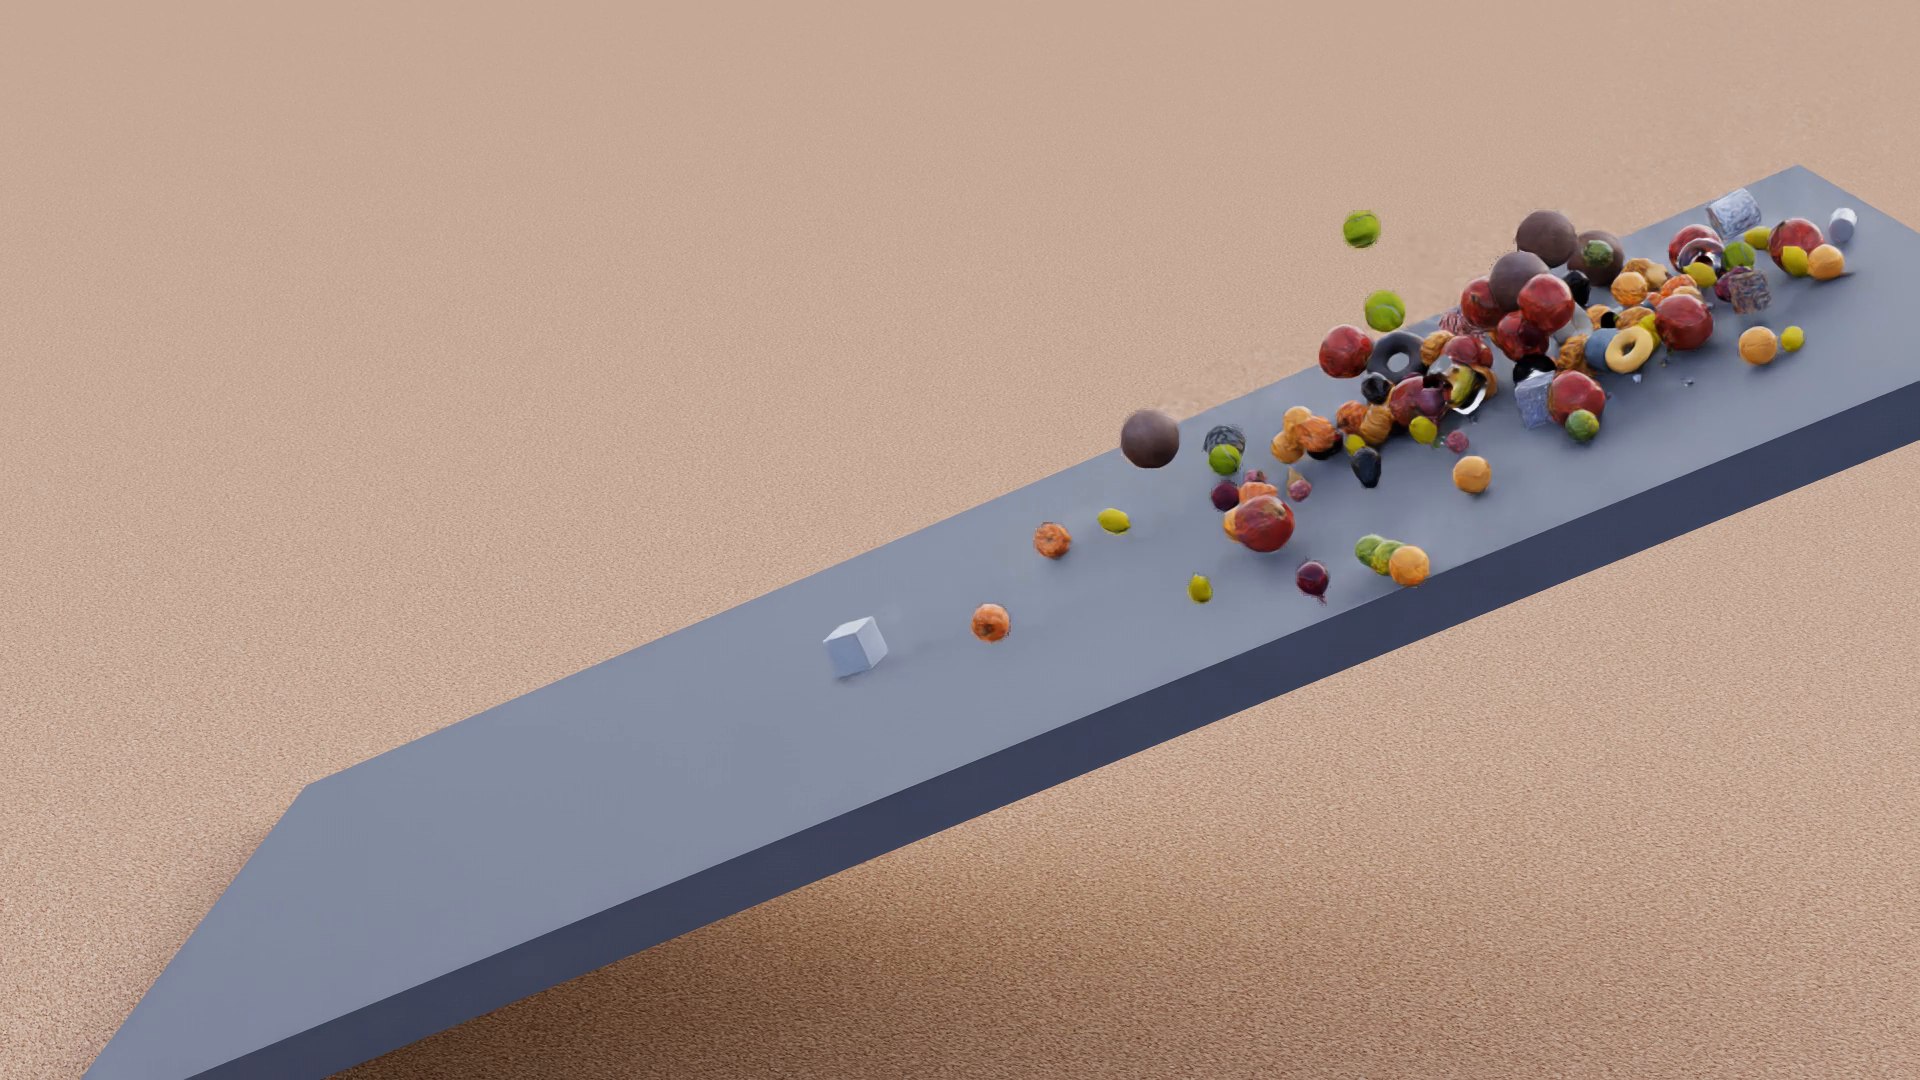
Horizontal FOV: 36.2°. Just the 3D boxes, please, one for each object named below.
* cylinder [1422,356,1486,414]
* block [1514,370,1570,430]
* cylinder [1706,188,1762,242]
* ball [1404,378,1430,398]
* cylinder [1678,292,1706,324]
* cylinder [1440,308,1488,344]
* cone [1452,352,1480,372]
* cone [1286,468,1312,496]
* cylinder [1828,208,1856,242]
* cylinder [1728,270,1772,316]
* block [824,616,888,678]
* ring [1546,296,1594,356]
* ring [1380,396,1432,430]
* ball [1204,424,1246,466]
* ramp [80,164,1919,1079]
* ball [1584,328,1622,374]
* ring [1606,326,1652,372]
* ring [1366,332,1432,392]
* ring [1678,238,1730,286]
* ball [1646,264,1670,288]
[{"bbox_3d":[1.021,-0.321,6.068,0.093,0.093,0.093,25,5,-24],"label":"cylinder"},{"bbox_3d":[1.150,-0.277,5.817,0.078,0.078,0.078,-19,14,23],"label":"block"},{"bbox_3d":[1.596,-0.671,6.066,0.082,0.082,0.082,-29,16,2],"label":"cylinder"},{"bbox_3d":[0.985,-0.321,6.330,0.059,0.059,0.059,0,15,0],"label":"ball"},{"bbox_3d":[1.492,-0.472,5.990,0.055,0.055,0.055,4,-4,16],"label":"cylinder"},{"bbox_3d":[1.144,-0.484,6.678,0.077,0.077,0.077,-9,3,-30],"label":"cylinder"},{"bbox_3d":[1.097,-0.358,6.341,0.083,0.083,0.083,10,2,33],"label":"cone"},{"bbox_3d":[0.694,-0.130,6.111,0.056,0.056,0.056,-23,13,5],"label":"cone"},{"bbox_3d":[1.839,-0.657,6.126,0.052,0.052,0.052,5,33,18],"label":"cylinder"},{"bbox_3d":[1.563,-0.490,5.820,0.073,0.073,0.073,-14,7,2],"label":"cylinder"},{"bbox_3d":[-0.222,0.228,6.276,0.086,0.086,0.086,-17,15,30],"label":"block"},{"bbox_3d":[1.246,-0.437,6.003,0.045,0.136,0.136,-33,-7,36],"label":"ring"},{"bbox_3d":[0.950,-0.271,6.254,0.118,0.039,0.118,-23,11,5],"label":"ring"},{"bbox_3d":[0.589,-0.211,6.550,0.093,0.093,0.093,0,15,0],"label":"ball"},{"bbox_3d":[0.131,0.171,6.285,4.000,0.100,2.000,-23,13,8],"label":"ramp"},{"bbox_3d":[1.282,-0.375,5.817,0.091,0.091,0.091,0,15,0],"label":"ball"},{"bbox_3d":[1.294,-0.368,5.687,0.034,0.101,0.101,36,-7,-33],"label":"ring"},{"bbox_3d":[0.973,-0.395,6.526,0.148,0.148,0.049,7,-18,24],"label":"ring"},{"bbox_3d":[1.579,-0.590,6.246,0.108,0.108,0.036,3,-17,11],"label":"ring"},{"bbox_3d":[1.493,-0.566,6.298,0.051,0.051,0.051,0,15,0],"label":"ball"}]
